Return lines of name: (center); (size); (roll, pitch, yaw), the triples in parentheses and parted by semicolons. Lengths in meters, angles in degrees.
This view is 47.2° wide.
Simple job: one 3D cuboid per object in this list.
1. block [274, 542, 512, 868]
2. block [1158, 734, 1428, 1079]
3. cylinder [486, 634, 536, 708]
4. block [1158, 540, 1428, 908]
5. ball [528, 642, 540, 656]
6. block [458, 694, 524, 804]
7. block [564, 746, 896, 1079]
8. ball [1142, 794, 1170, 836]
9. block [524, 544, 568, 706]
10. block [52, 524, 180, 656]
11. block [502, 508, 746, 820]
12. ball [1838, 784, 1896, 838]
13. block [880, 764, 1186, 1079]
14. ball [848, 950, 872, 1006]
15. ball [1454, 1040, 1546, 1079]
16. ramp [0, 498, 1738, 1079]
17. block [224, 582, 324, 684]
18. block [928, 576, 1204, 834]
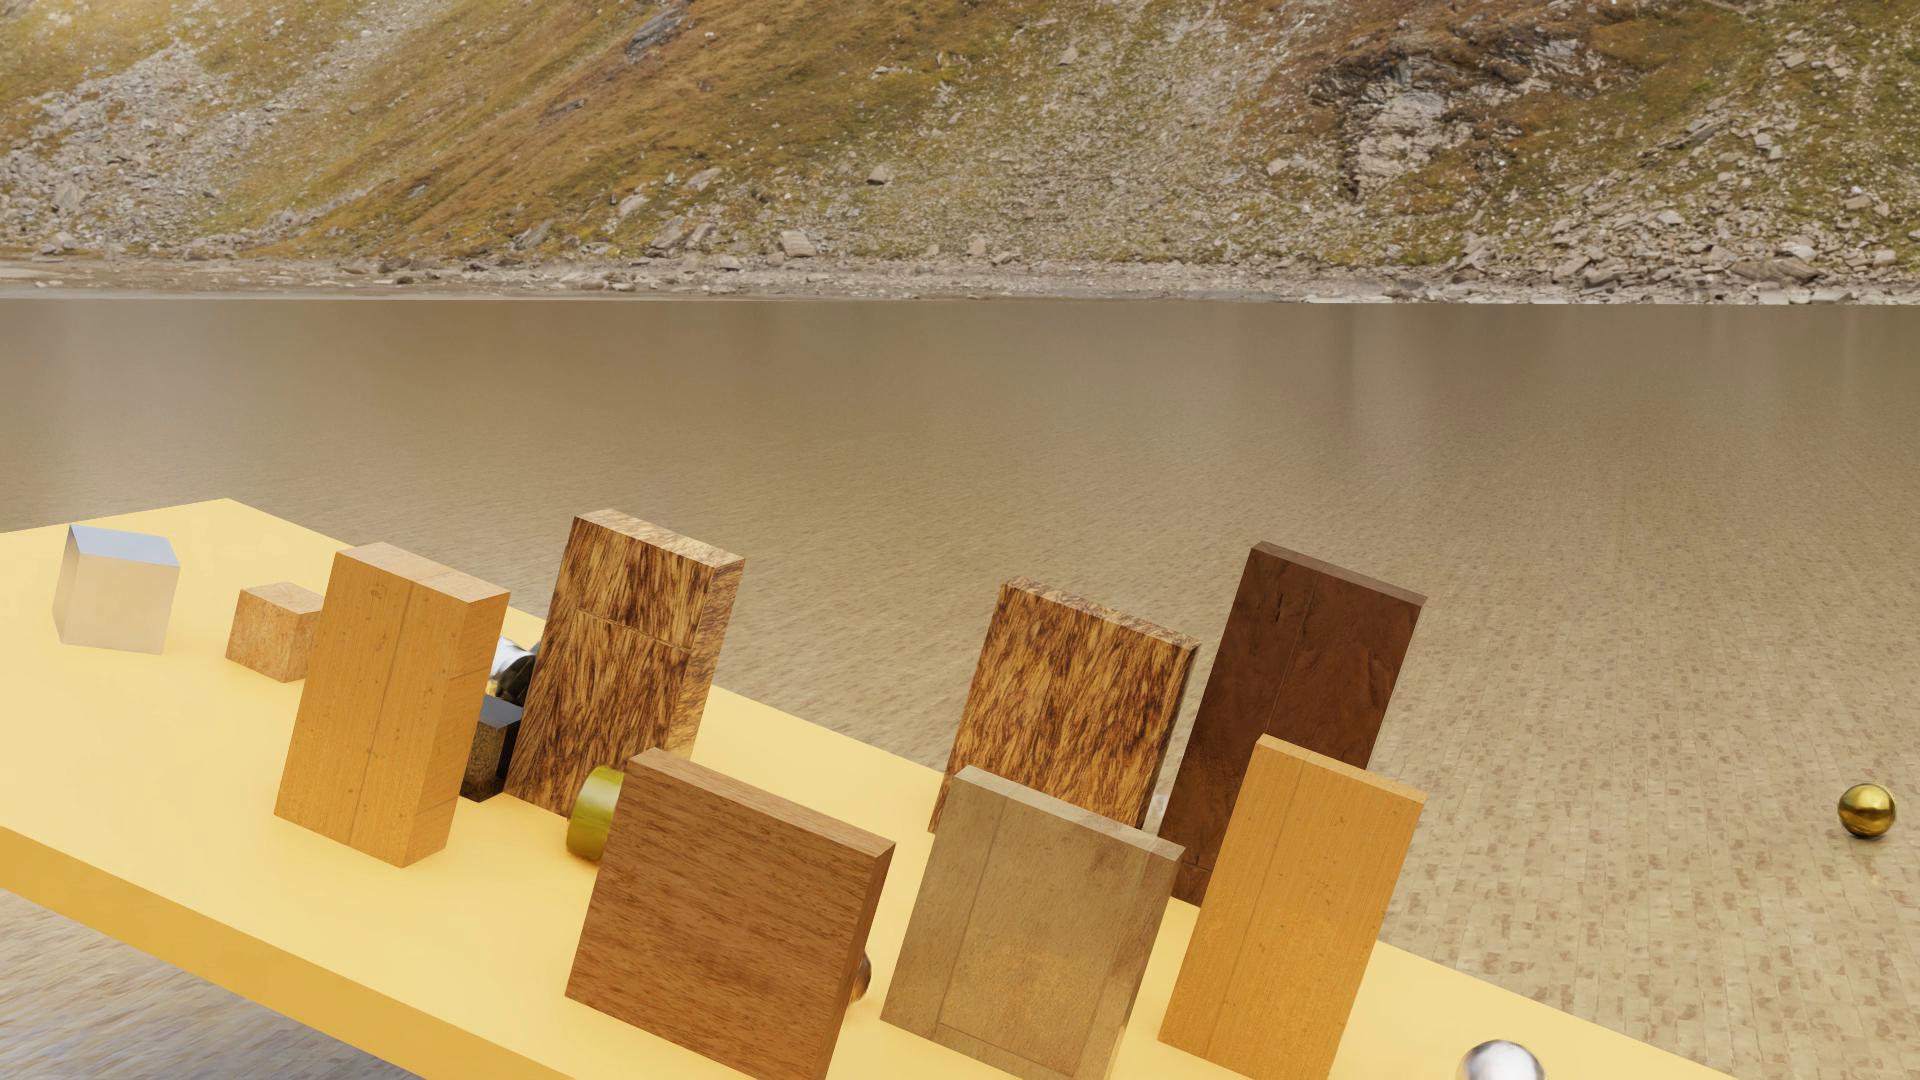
block: (-0.992, 0.285, 3.838); (0.264, 0.491, 0.146); (20, 12, 14)
block: (0.594, 0.681, 3.955); (0.308, 0.590, 0.083); (20, 12, 14)
cylinder: (-0.985, 0.286, 4.715); (0.143, 0.143, 0.143); (25, 20, 34)
block: (0.698, 0.438, 4.754); (0.374, 0.786, 0.144); (20, 12, 14)
ball: (-0.883, 0.286, 4.832); (0.152, 0.152, 0.152); (0, 7, 0)
block: (-0.940, 0.393, 4.245); (0.153, 0.153, 0.153); (19, 12, 13)
block: (-0.364, 0.597, 3.452); (0.426, 0.410, 0.094); (20, 12, 14)
ball: (0.470, 0.665, 5.086); (0.154, 0.154, 0.154); (0, 7, 0)
block: (-0.711, 0.246, 4.637); (0.329, 0.401, 0.114); (20, 12, 14)
block: (-1.710, 0.100, 4.452); (0.191, 0.191, 0.191); (10, 13, -31)
block: (-0.648, 0.262, 4.237); (0.300, 0.568, 0.147); (20, 12, 14)
ball: (2.985, 0.891, 7.237); (0.179, 0.179, 0.179); (0, 7, 0)
block: (0.119, 0.665, 3.704); (0.394, 0.453, 0.089); (20, 12, 14)
ball: (-0.212, 0.734, 3.737); (0.124, 0.124, 0.124); (0, 7, 0)
ball: (0.997, 1.006, 4.052); (0.167, 0.167, 0.167); (0, 7, 0)
ramp: (-0.366, 0.703, 4.232); (4.000, 0.100, 2.000); (20, 12, 14)
block: (-1.400, 0.190, 4.563); (0.151, 0.151, 0.151); (20, 12, 18)
block: (0.221, 0.421, 4.696); (0.423, 0.573, 0.129); (20, 12, 14)
